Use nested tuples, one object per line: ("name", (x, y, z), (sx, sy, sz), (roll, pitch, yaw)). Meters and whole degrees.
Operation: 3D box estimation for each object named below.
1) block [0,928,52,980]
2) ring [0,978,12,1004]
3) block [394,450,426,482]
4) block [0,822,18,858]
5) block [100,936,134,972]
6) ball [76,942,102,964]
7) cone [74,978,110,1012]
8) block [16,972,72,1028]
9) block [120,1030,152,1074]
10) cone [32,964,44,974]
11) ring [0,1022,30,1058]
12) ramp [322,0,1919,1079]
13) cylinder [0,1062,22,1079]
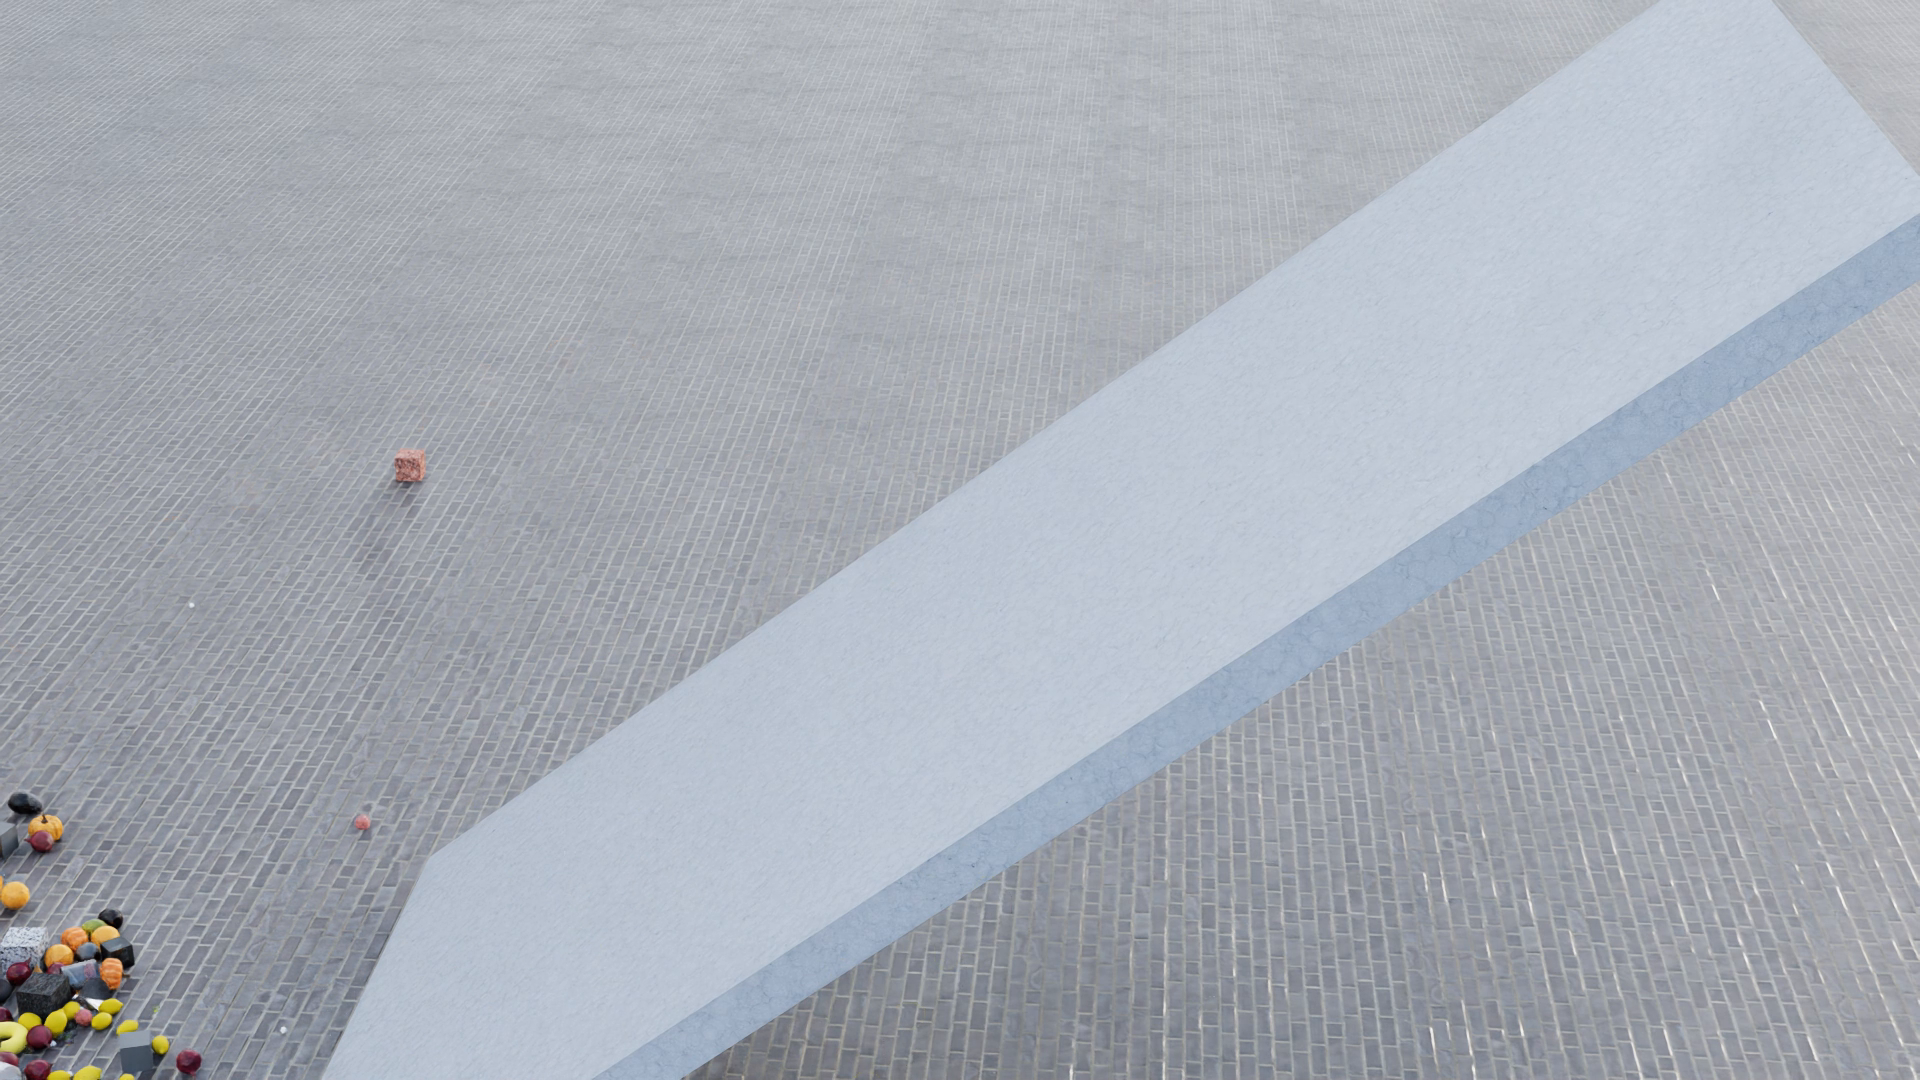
("block", (-2.357, 1.042, 7.419), (0.094, 0.094, 0.094), (0, 23, -1))
("ring", (-2.406, 1.123, 7.305), (0.100, 0.033, 0.100), (0, 24, 0))
("block", (-1.970, -0.268, 10.536), (0.088, 0.088, 0.088), (1, 23, 2))
("block", (-2.612, 0.813, 7.994), (0.069, 0.069, 0.069), (8, 24, 18))
("block", (-2.134, 1.049, 7.448), (0.059, 0.059, 0.059), (-19, 29, -37))
("ball", (-2.206, 1.049, 7.442), (0.063, 0.063, 0.063), (0, 23, 0))
("cone", (-2.163, 1.133, 7.274), (0.087, 0.087, 0.087), (-19, 11, 33))
("block", (-2.246, 1.129, 7.216), (0.092, 0.092, 0.092), (4, 23, 10))
("block", (-1.968, 1.222, 7.024), (0.070, 0.070, 0.070), (-6, 24, -14))
("cone", (-2.306, 1.087, 7.353), (0.062, 0.062, 0.062), (0, 23, 0))
("ring", (-2.308, 1.207, 7.096), (0.123, 0.041, 0.123), (0, 27, 0))
("ramp", (0.127, 0.180, 6.326), (4.000, 0.100, 2.000), (-35, 16, 17))
("cylinder", (-2.266, 1.265, 6.894), (0.091, 0.091, 0.091), (11, 25, 25))
